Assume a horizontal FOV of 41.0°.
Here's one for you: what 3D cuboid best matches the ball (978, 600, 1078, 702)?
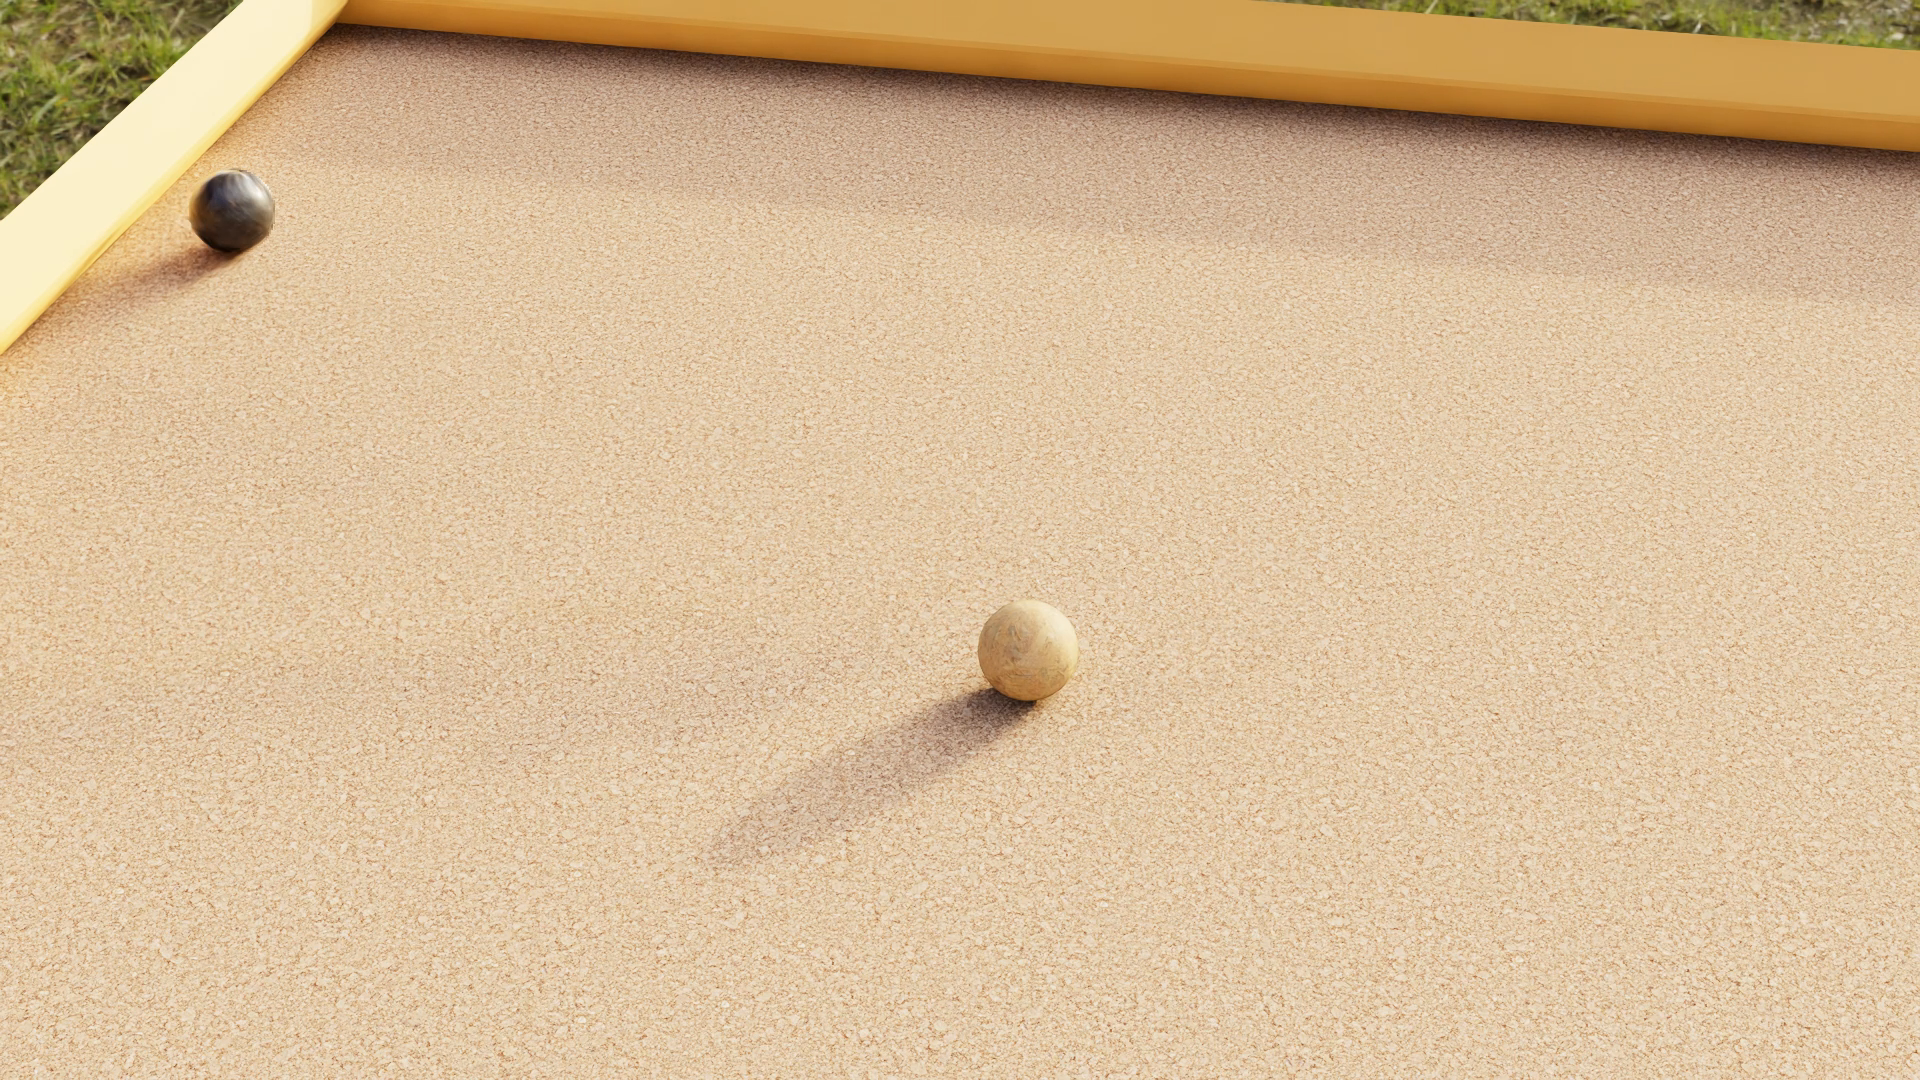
[{"bbox_3d":[0.048,0.078,1.823,0.072,0.072,0.072,0,34,0],"label":"ball"}]

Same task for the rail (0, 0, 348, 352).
[{"bbox_3d":[-0.850,-0.107,2.065,0.045,0.105,1.845,6,35,9],"label":"rail"}]

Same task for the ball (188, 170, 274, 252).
[{"bbox_3d":[-0.677,-0.305,2.382,0.076,0.076,0.076,0,34,0],"label":"ball"}]

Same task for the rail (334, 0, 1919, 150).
[{"bbox_3d":[1.048,-0.411,2.511,3.562,0.105,0.045,6,35,9],"label":"rail"}]
